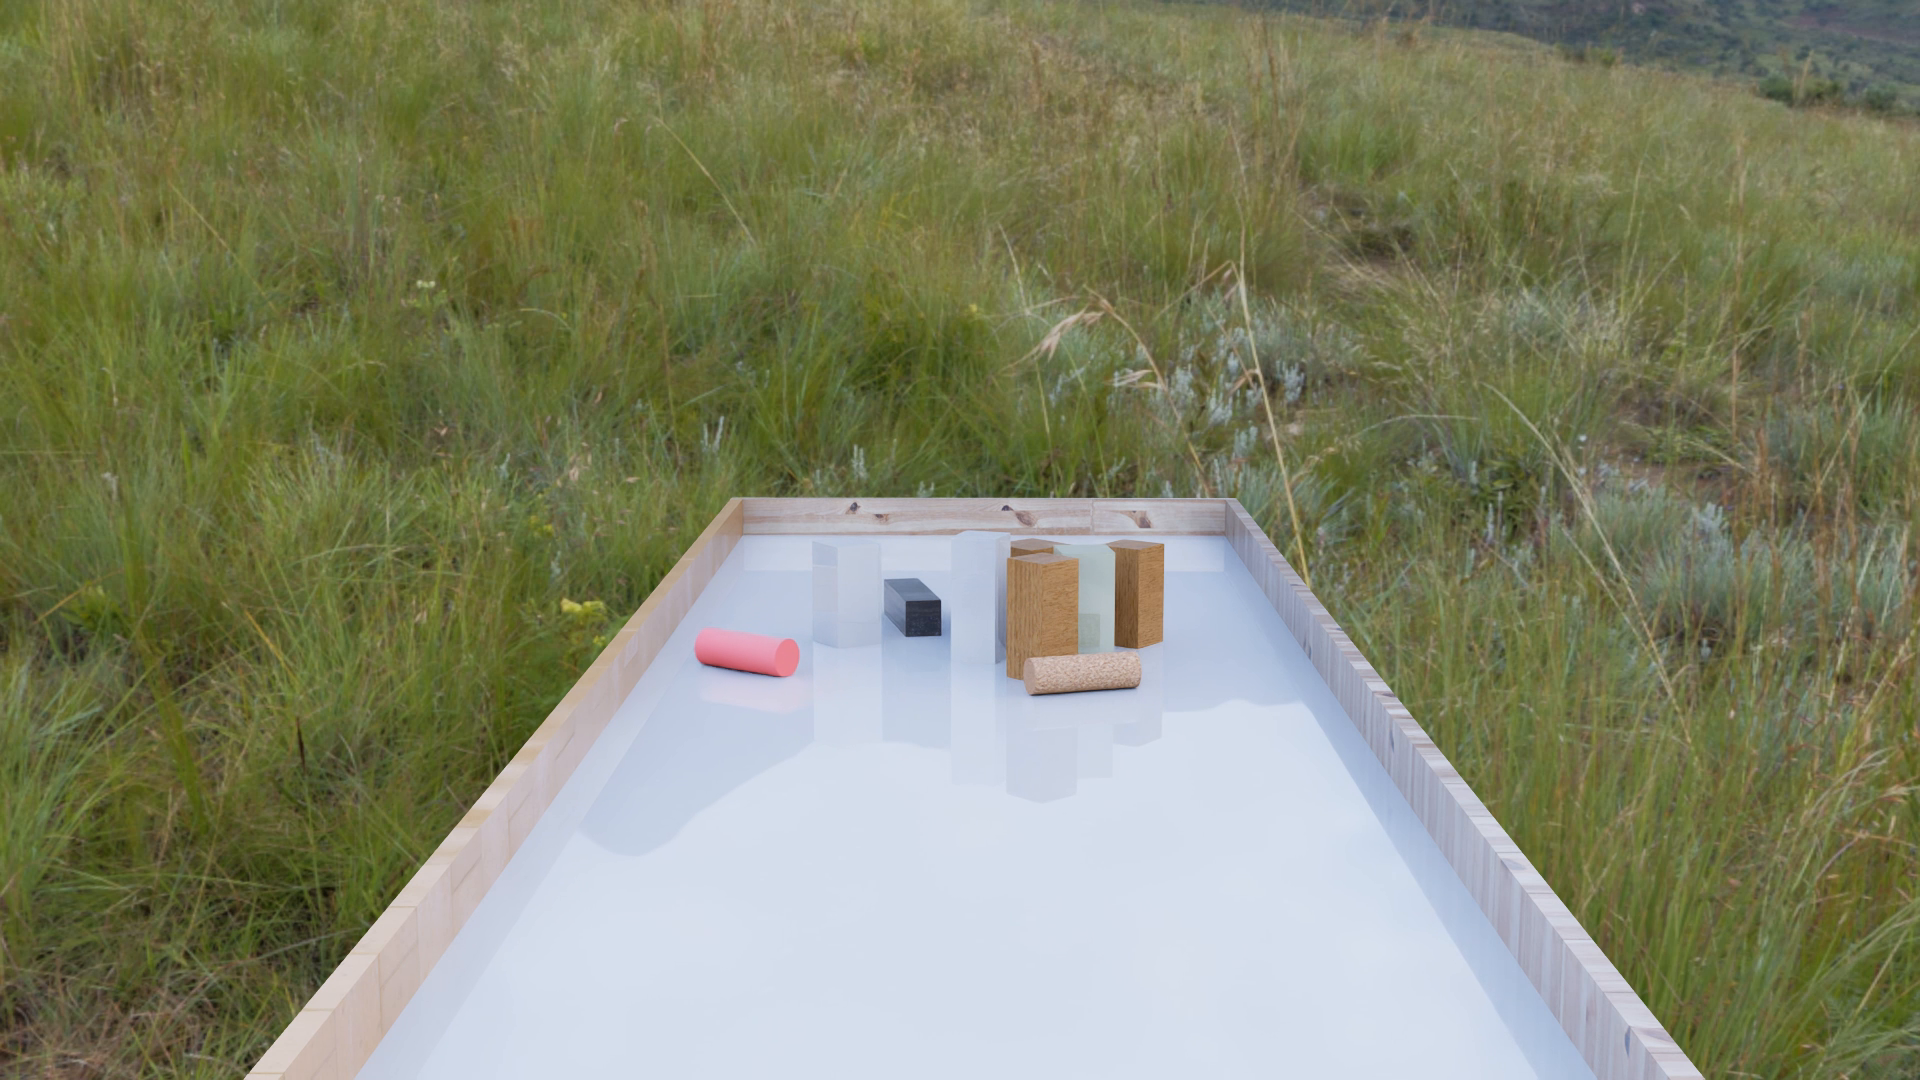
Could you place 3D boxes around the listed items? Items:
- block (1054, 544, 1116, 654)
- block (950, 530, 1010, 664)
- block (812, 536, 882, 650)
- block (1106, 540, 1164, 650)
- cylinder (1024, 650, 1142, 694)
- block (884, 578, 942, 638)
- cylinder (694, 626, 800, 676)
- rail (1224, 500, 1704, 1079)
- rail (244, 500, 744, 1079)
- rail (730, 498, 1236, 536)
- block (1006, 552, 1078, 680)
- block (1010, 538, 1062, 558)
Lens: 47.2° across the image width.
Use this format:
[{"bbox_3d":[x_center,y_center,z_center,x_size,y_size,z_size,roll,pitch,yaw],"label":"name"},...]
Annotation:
[{"bbox_3d":[0.374,0.197,6.658,0.161,0.346,0.161,-1,9,-7],"label":"block"},{"bbox_3d":[0.063,0.173,6.693,0.141,0.383,0.141,3,10,20],"label":"block"},{"bbox_3d":[-0.357,0.165,6.944,0.158,0.320,0.158,-6,11,-33],"label":"block"},{"bbox_3d":[0.539,0.169,6.938,0.151,0.315,0.151,7,11,36],"label":"block"},{"bbox_3d":[0.350,0.379,6.282,0.321,0.105,0.105,-3,9,-18],"label":"cylinder"},{"bbox_3d":[-0.158,0.220,7.249,0.117,0.117,0.415,-2,9,-11],"label":"block"},{"bbox_3d":[-0.635,0.331,6.552,0.313,0.115,0.115,6,11,35],"label":"cylinder"},{"bbox_3d":[1.046,0.843,3.208,0.050,0.150,12.000,0,9,1],"label":"rail"},{"bbox_3d":[-1.004,0.839,3.234,0.050,0.150,12.000,0,9,1],"label":"rail"},{"bbox_3d":[0.099,-0.098,9.147,2.100,0.150,0.050,0,9,1],"label":"rail"},{"bbox_3d":[0.242,0.228,6.436,0.148,0.354,0.148,-8,12,-42],"label":"block"},{"bbox_3d":[0.226,0.170,6.925,0.178,0.317,0.178,-8,12,-42],"label":"block"}]
